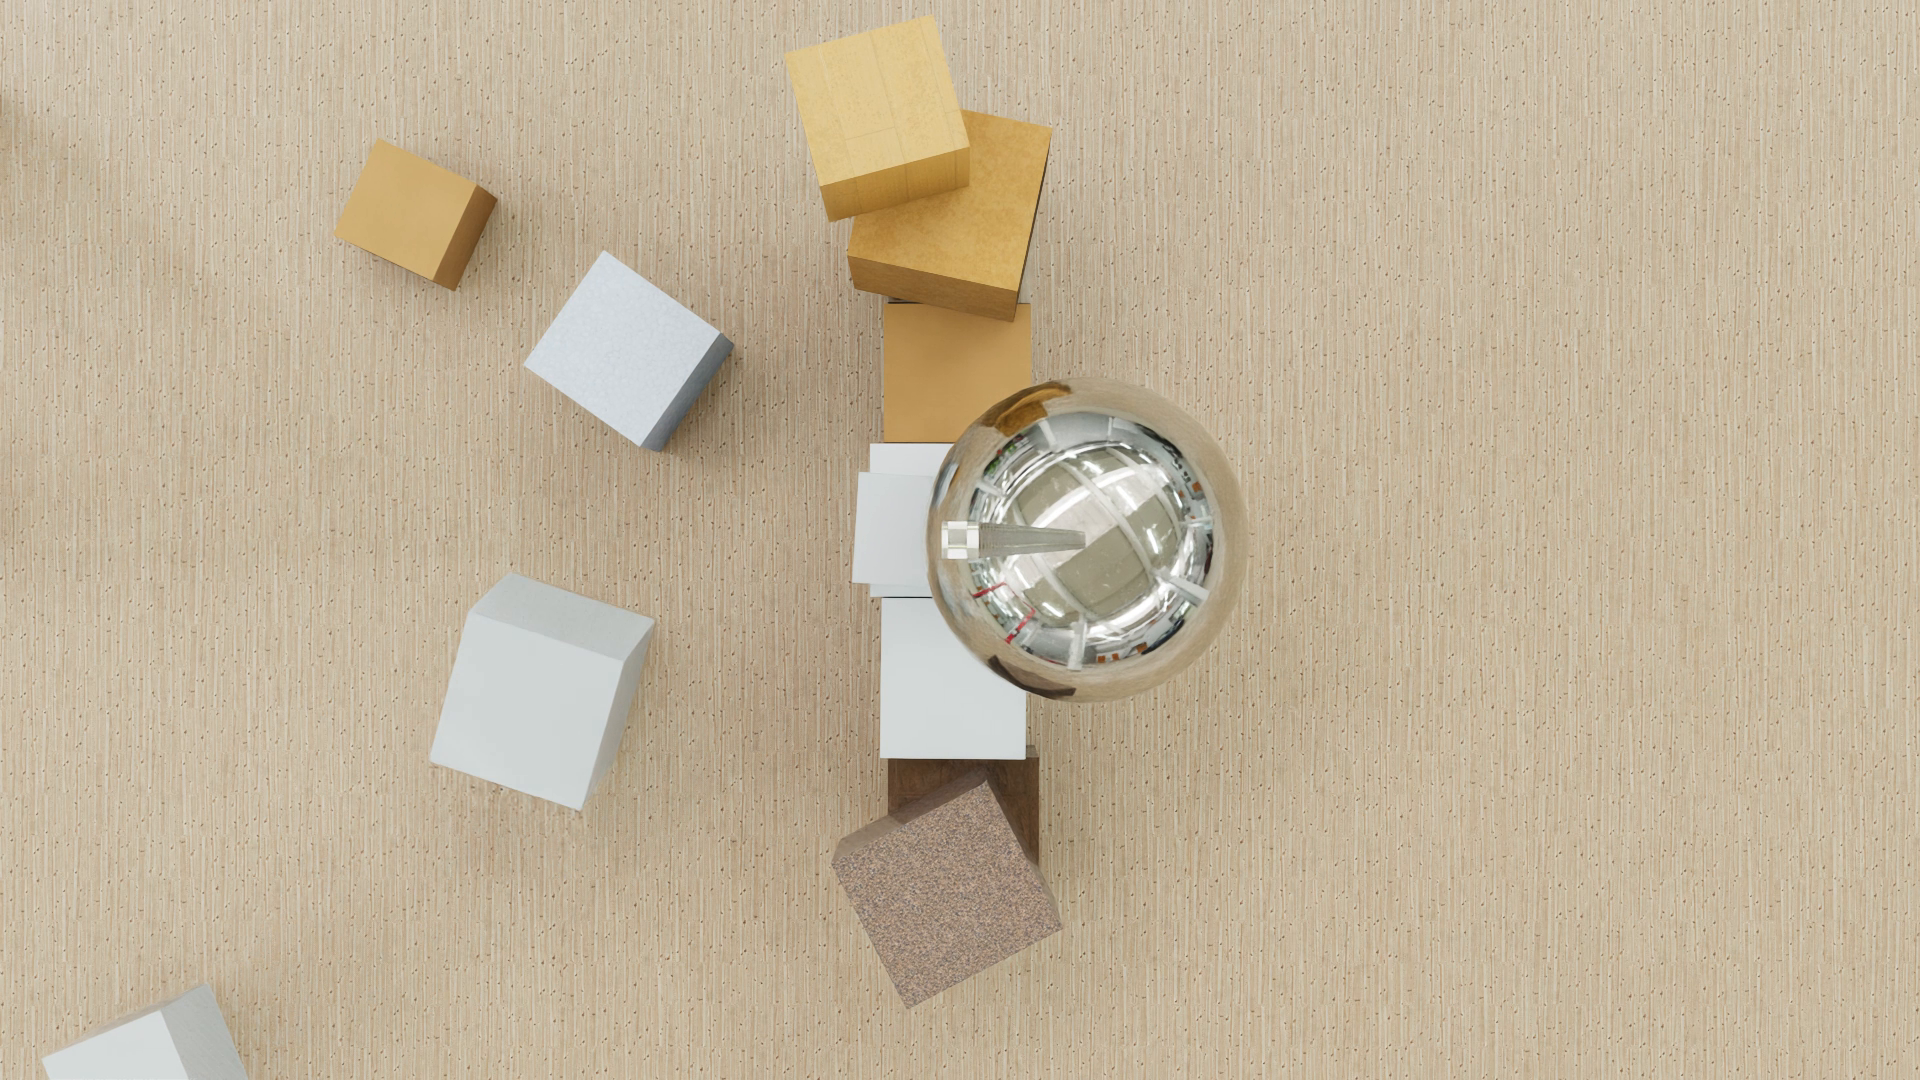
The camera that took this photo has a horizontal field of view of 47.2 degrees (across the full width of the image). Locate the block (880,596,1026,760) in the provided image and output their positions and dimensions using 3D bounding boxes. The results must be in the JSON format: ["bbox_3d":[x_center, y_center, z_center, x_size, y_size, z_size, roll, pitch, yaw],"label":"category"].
[{"bbox_3d":[-0.036,0.761,12.537,0.797,0.926,0.879,1,90,0],"label":"block"}]

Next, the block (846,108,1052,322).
[{"bbox_3d":[-0.052,-1.752,11.716,0.894,0.858,0.872,12,85,1],"label":"block"}]

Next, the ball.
[{"bbox_3d":[0.611,0.000,10.749,1.600,1.600,1.600,0,90,0],"label":"ball"}]

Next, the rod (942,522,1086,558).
[{"bbox_3d":[0.265,0.000,7.367,0.080,5.200,0.080,0,90,6],"label":"rod"}]

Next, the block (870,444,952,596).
[{"bbox_3d":[-0.036,-0.109,12.540,0.915,0.920,0.841,0,90,0],"label":"block"}]

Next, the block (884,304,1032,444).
[{"bbox_3d":[-0.014,-0.920,12.553,0.809,0.894,0.764,0,90,0],"label":"block"}]

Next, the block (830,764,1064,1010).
[{"bbox_3d":[-0.067,1.835,11.799,0.911,0.920,0.853,-27,90,0],"label":"block"}]

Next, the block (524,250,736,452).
[{"bbox_3d":[-1.876,-1.063,12.596,0.791,0.809,0.777,35,90,0],"label":"block"}]

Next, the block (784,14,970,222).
[{"bbox_3d":[-0.400,-2.082,10.940,0.745,0.747,0.675,-15,85,-1],"label":"block"}]

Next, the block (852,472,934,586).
[{"bbox_3d":[-0.203,-0.046,11.736,0.677,0.688,0.573,3,90,0],"label":"block"}]

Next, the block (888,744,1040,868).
[{"bbox_3d":[0.019,1.670,12.630,0.844,0.741,0.918,0,90,0],"label":"block"}]

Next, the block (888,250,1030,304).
[{"bbox_3d":[-0.005,-1.725,12.591,0.793,0.819,0.821,0,90,0],"label":"block"}]

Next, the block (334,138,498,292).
[{"bbox_3d":[-3.140,-1.871,12.719,0.619,0.563,0.604,25,90,0],"label":"block"}]

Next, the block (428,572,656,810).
[{"bbox_3d":[-2.362,0.848,12.497,0.893,0.789,0.919,18,105,0],"label":"block"}]

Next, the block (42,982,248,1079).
[{"bbox_3d":[-4.636,3.078,12.607,0.712,0.787,0.719,-22,90,0],"label":"block"}]
